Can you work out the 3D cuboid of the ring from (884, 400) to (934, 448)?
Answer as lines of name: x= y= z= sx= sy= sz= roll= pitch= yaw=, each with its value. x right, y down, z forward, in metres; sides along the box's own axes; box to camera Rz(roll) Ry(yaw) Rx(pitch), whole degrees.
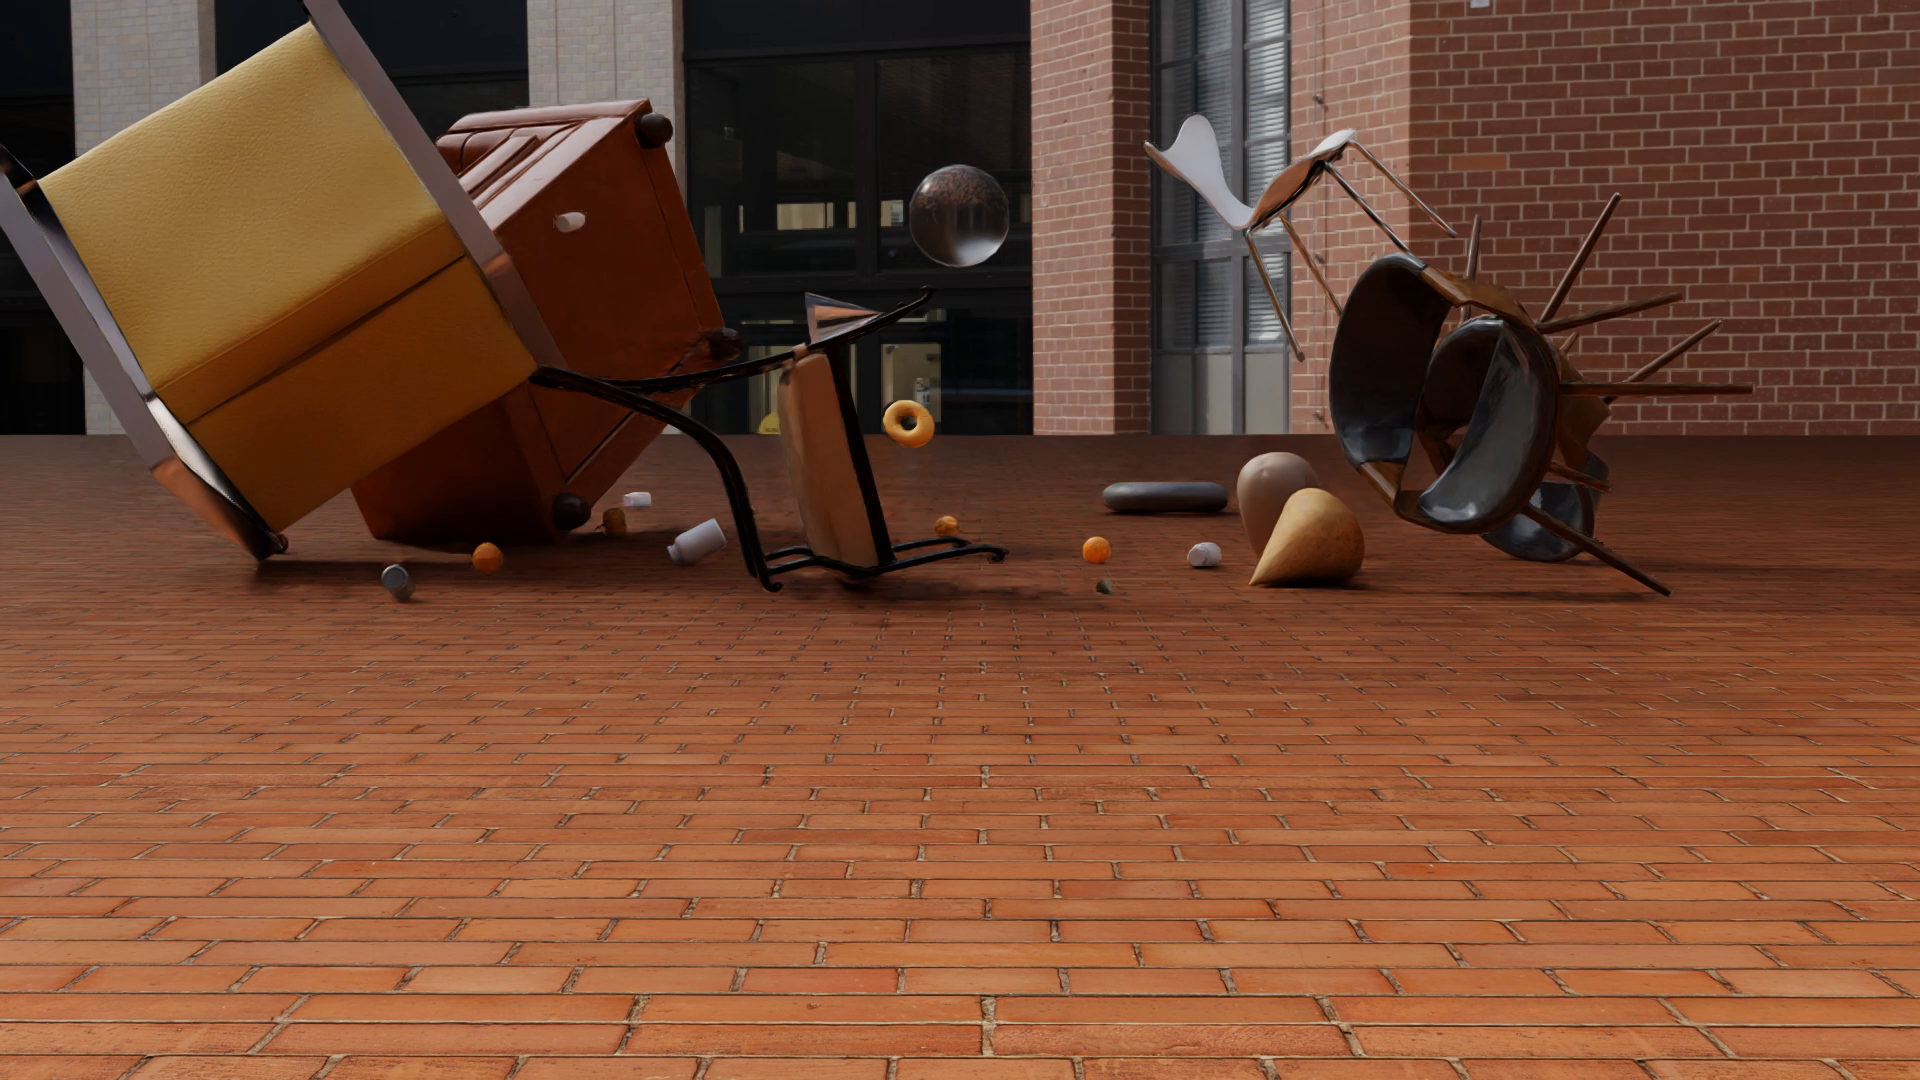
ring: x=-0.165 y=-0.377 z=7.124 sx=0.192 sy=0.147 sz=0.060 roll=37 pitch=-3 yaw=28

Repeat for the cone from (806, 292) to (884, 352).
cone: x=-0.431 y=-0.851 z=8.400 sx=0.286 sy=0.235 sz=0.199 roll=-7 pitch=28 yaw=1

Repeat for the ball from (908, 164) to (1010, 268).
ball: x=-0.002 y=-0.662 z=4.496 sx=0.209 sy=0.209 sz=0.209 roll=0 pitch=4 yaw=0

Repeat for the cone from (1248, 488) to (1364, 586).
cone: x=0.745 y=0.046 z=5.028 sx=0.263 sy=0.234 sz=0.256 roll=-31 pitch=-12 yaw=-32

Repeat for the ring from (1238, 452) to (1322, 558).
ring: x=0.793 y=-0.068 z=5.364 sx=0.164 sy=0.245 sz=0.364 roll=-9 pitch=-39 yaw=21

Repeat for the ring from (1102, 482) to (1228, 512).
ring: x=0.745 y=-0.155 z=7.970 sx=0.452 sy=0.108 sz=0.483 roll=0 pitch=0 yaw=-26
